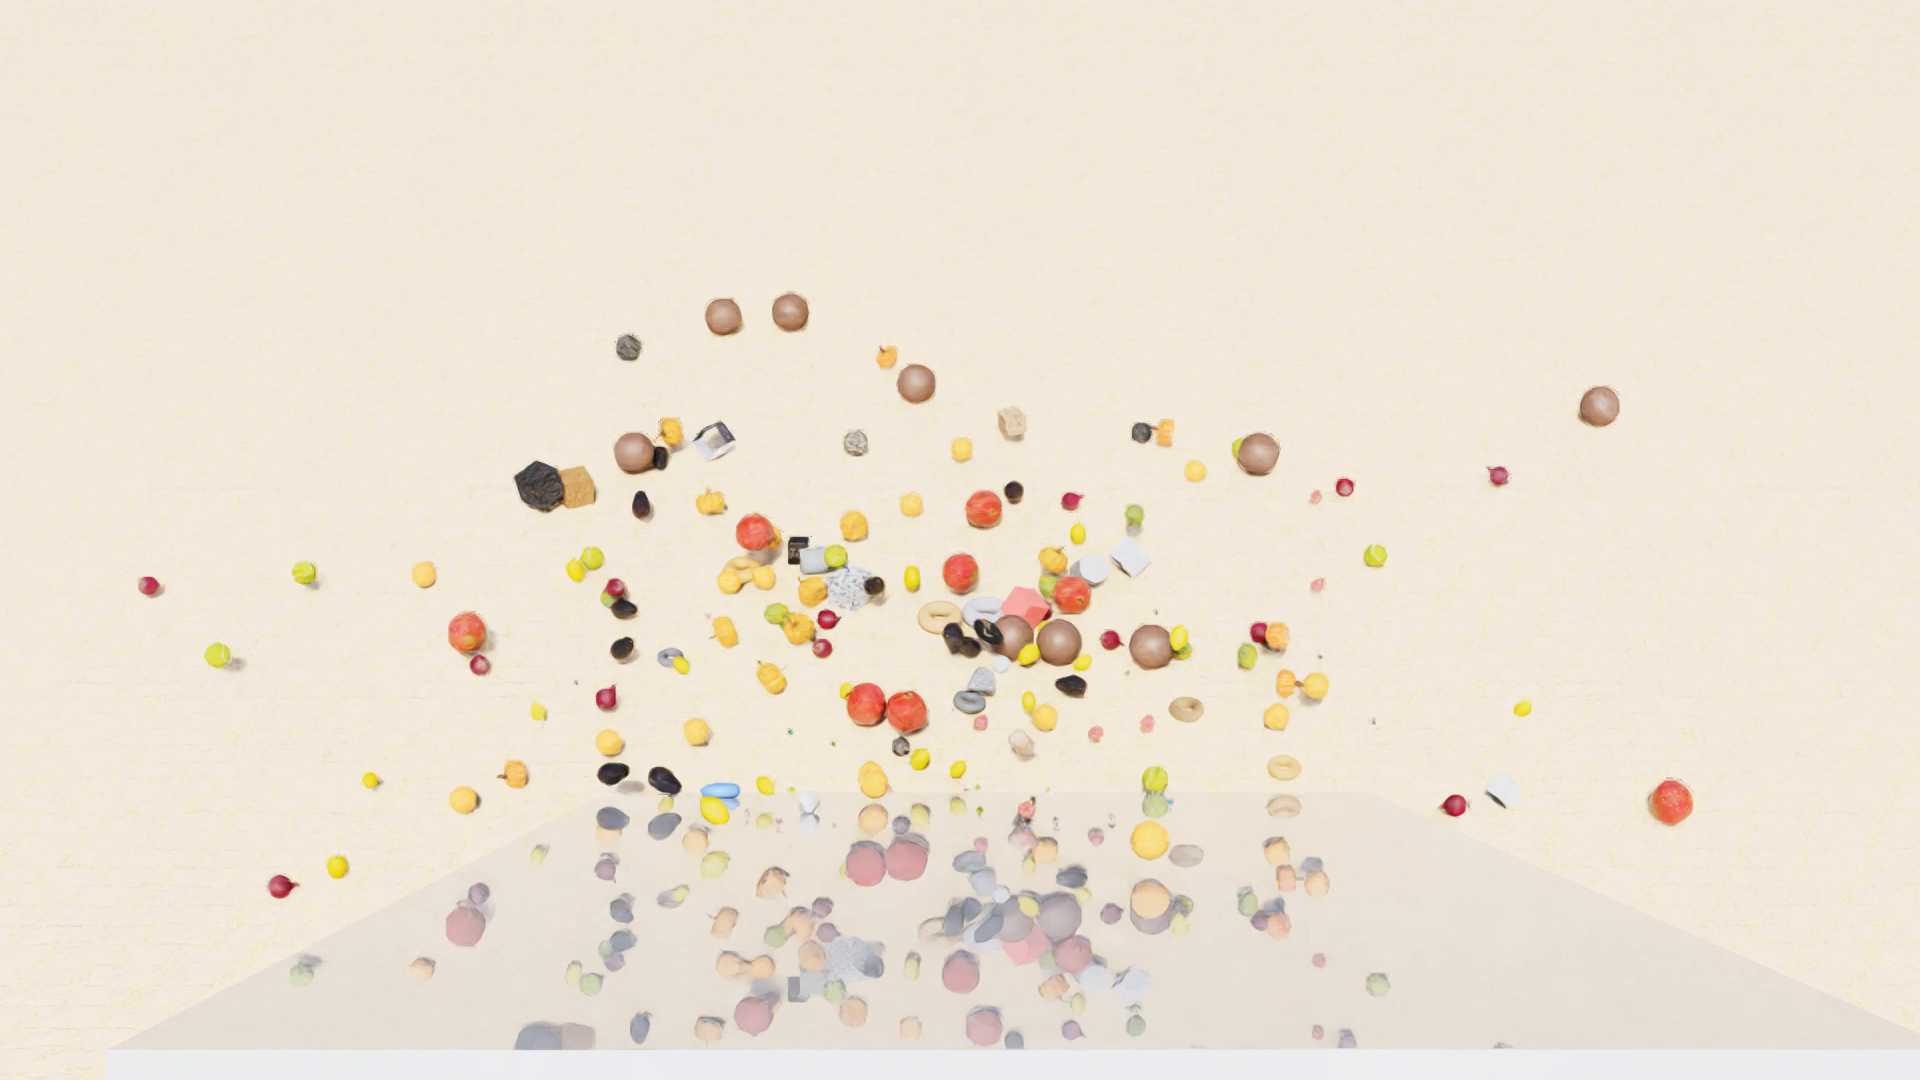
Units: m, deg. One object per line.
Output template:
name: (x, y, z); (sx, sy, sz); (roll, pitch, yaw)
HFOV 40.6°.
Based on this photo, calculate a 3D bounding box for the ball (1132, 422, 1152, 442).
ball: (0.585, -0.347, 8.367); (0.068, 0.068, 0.068); (0, 34, 0)

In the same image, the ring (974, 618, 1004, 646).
ring: (0.081, 0.259, 7.304); (0.098, 0.033, 0.098); (33, 18, -12)

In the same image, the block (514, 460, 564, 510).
block: (-1.297, -0.170, 8.004); (0.097, 0.097, 0.097); (18, 45, 38)

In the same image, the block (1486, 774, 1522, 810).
block: (1.441, 0.665, 6.871); (0.058, 0.058, 0.058); (-47, 36, -2)

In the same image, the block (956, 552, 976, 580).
block: (0.016, 0.078, 7.756); (0.057, 0.057, 0.057); (0, 34, -1)

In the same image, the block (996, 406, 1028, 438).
block: (0.166, -0.379, 8.330); (0.069, 0.069, 0.069); (-18, 28, -16)

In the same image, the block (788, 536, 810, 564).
block: (-0.486, 0.032, 7.821); (0.060, 0.060, 0.060); (1, 34, 2)

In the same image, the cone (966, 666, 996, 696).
cone: (0.043, 0.403, 7.228); (0.083, 0.083, 0.083); (26, 29, 33)

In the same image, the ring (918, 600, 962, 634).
ring: (-0.058, 0.225, 7.553); (0.134, 0.045, 0.134); (-1, 35, 1)

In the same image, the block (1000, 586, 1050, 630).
block: (0.187, 0.198, 7.514); (0.085, 0.085, 0.085); (7, 36, -46)

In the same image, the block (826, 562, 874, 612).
block: (-0.323, 0.138, 7.629); (0.096, 0.096, 0.096); (18, 38, 30)

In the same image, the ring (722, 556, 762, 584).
ring: (-0.651, 0.089, 7.756); (0.117, 0.039, 0.117); (-3, 32, 2)

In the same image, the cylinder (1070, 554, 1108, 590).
cylinder: (0.379, 0.093, 7.673); (0.089, 0.089, 0.089); (5, 73, -17)

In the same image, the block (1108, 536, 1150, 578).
block: (0.506, 0.049, 7.739); (0.075, 0.075, 0.075); (-43, 38, -2)

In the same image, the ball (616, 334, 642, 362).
ball: (-1.122, -0.649, 8.789); (0.090, 0.090, 0.090); (0, 34, 0)

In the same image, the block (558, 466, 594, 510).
block: (-1.196, -0.163, 8.077); (0.090, 0.090, 0.090); (-14, 36, -21)

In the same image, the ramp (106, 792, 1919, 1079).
ramp: (0.076, 0.657, 4.809); (2.000, 0.100, 4.000); (0, -2, 0)

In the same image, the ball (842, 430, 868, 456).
ball: (-0.333, -0.309, 8.298); (0.084, 0.084, 0.084); (0, 34, 0)

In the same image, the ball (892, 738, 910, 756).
ball: (-0.161, 0.562, 7.052); (0.052, 0.052, 0.052); (0, 34, 0)

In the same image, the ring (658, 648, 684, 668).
ring: (-0.825, 0.335, 7.407); (0.078, 0.026, 0.078); (-1, 35, 1)

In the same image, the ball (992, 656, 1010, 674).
ball: (0.117, 0.353, 7.358); (0.053, 0.053, 0.053); (0, 34, 0)

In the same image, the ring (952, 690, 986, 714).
ring: (0.026, 0.451, 7.227); (0.094, 0.031, 0.094); (9, 29, -5)

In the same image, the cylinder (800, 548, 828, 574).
cylinder: (-0.437, 0.062, 7.759); (0.078, 0.078, 0.078); (-3, 35, -5)

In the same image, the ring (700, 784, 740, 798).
ring: (-0.614, 0.641, 6.645); (0.102, 0.034, 0.102); (-1, -2, 0)

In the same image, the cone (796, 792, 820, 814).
cone: (-0.354, 0.630, 6.111); (0.057, 0.057, 0.057); (-4, 26, -6)

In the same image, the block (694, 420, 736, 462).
block: (-0.783, -0.316, 8.276); (0.082, 0.082, 0.082); (-30, 79, -41)

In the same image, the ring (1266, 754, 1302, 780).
ring: (0.873, 0.613, 6.997); (0.094, 0.031, 0.094); (0, 32, 0)

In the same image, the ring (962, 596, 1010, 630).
ring: (0.077, 0.215, 7.563); (0.146, 0.049, 0.146); (2, 32, -1)

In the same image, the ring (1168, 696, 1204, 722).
ring: (0.627, 0.470, 7.204); (0.098, 0.033, 0.098); (1, 33, 0)
